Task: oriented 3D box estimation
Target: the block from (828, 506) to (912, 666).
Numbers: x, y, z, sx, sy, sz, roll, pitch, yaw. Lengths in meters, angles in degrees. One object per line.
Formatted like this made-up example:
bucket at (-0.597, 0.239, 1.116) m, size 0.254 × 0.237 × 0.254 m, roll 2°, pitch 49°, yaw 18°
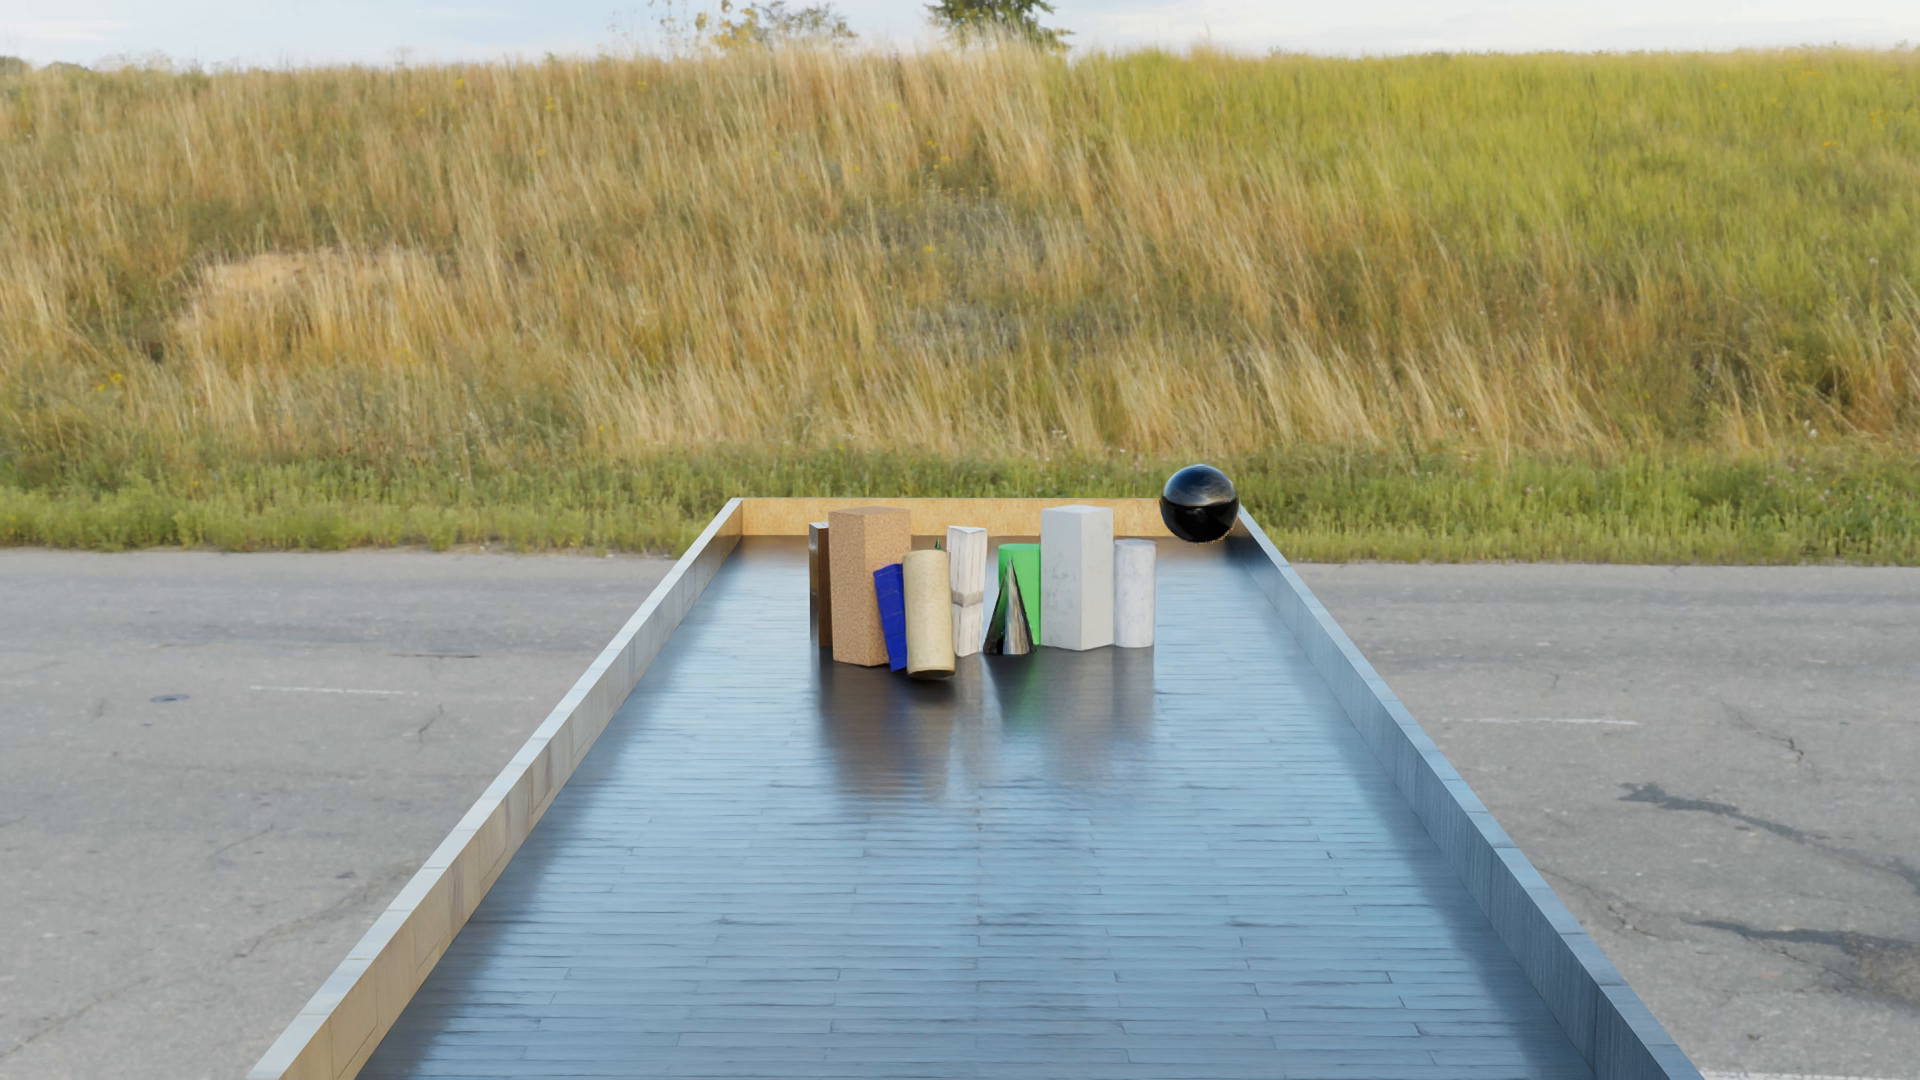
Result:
block at (-0.268, 0.136, 6.673) m, size 0.178 × 0.454 × 0.178 m, roll -8°, pitch 9°, yaw -40°

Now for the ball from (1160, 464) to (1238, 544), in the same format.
ball at (0.749, -0.113, 6.889) m, size 0.247 × 0.247 × 0.247 m, roll 0°, pitch 9°, yaw 0°

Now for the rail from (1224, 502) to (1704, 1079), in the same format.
rail at (1.046, 0.843, 3.208) m, size 0.050 × 0.150 × 12.000 m, roll 0°, pitch 9°, yaw 1°

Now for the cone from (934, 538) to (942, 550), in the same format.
cone at (-0.070, 0.156, 6.924) m, size 0.168 × 0.345 × 0.168 m, roll 0°, pitch 9°, yaw 0°

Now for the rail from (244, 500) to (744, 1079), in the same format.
rail at (-1.004, 0.839, 3.234) m, size 0.050 × 0.150 × 12.000 m, roll 0°, pitch 9°, yaw 1°

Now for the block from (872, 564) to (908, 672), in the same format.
block at (-0.156, 0.227, 6.527) m, size 0.111 × 0.304 × 0.111 m, roll -4°, pitch -12°, yaw -38°

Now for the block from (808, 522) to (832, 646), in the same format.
block at (-0.403, 0.137, 6.949) m, size 0.121 × 0.375 × 0.121 m, roll -3°, pitch 9°, yaw -17°

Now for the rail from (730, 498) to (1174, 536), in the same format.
rail at (0.099, -0.098, 9.147) m, size 2.100 × 0.150 × 0.050 m, roll 0°, pitch 9°, yaw 1°

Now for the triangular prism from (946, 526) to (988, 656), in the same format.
triangular prism at (-0.001, 0.154, 6.782) m, size 0.106 × 0.384 × 0.122 m, roll 8°, pitch 10°, yaw 27°

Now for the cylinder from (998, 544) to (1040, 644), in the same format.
cylinder at (0.196, 0.171, 6.963) m, size 0.150 × 0.302 × 0.150 m, roll 0°, pitch 8°, yaw 0°

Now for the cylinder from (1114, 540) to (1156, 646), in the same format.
cylinder at (0.549, 0.166, 6.932) m, size 0.136 × 0.321 × 0.136 m, roll 0°, pitch 9°, yaw 0°

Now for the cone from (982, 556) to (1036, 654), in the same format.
cone at (0.154, 0.191, 6.817) m, size 0.167 × 0.301 × 0.167 m, roll 1°, pitch 7°, yaw 0°

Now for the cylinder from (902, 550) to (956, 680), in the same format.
cylinder at (-0.092, 0.218, 6.416) m, size 0.139 × 0.355 × 0.139 m, roll -3°, pitch -15°, yaw -1°

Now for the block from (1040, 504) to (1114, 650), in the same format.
block at (0.367, 0.115, 6.900) m, size 0.163 × 0.428 × 0.163 m, roll 6°, pitch 10°, yaw 41°
